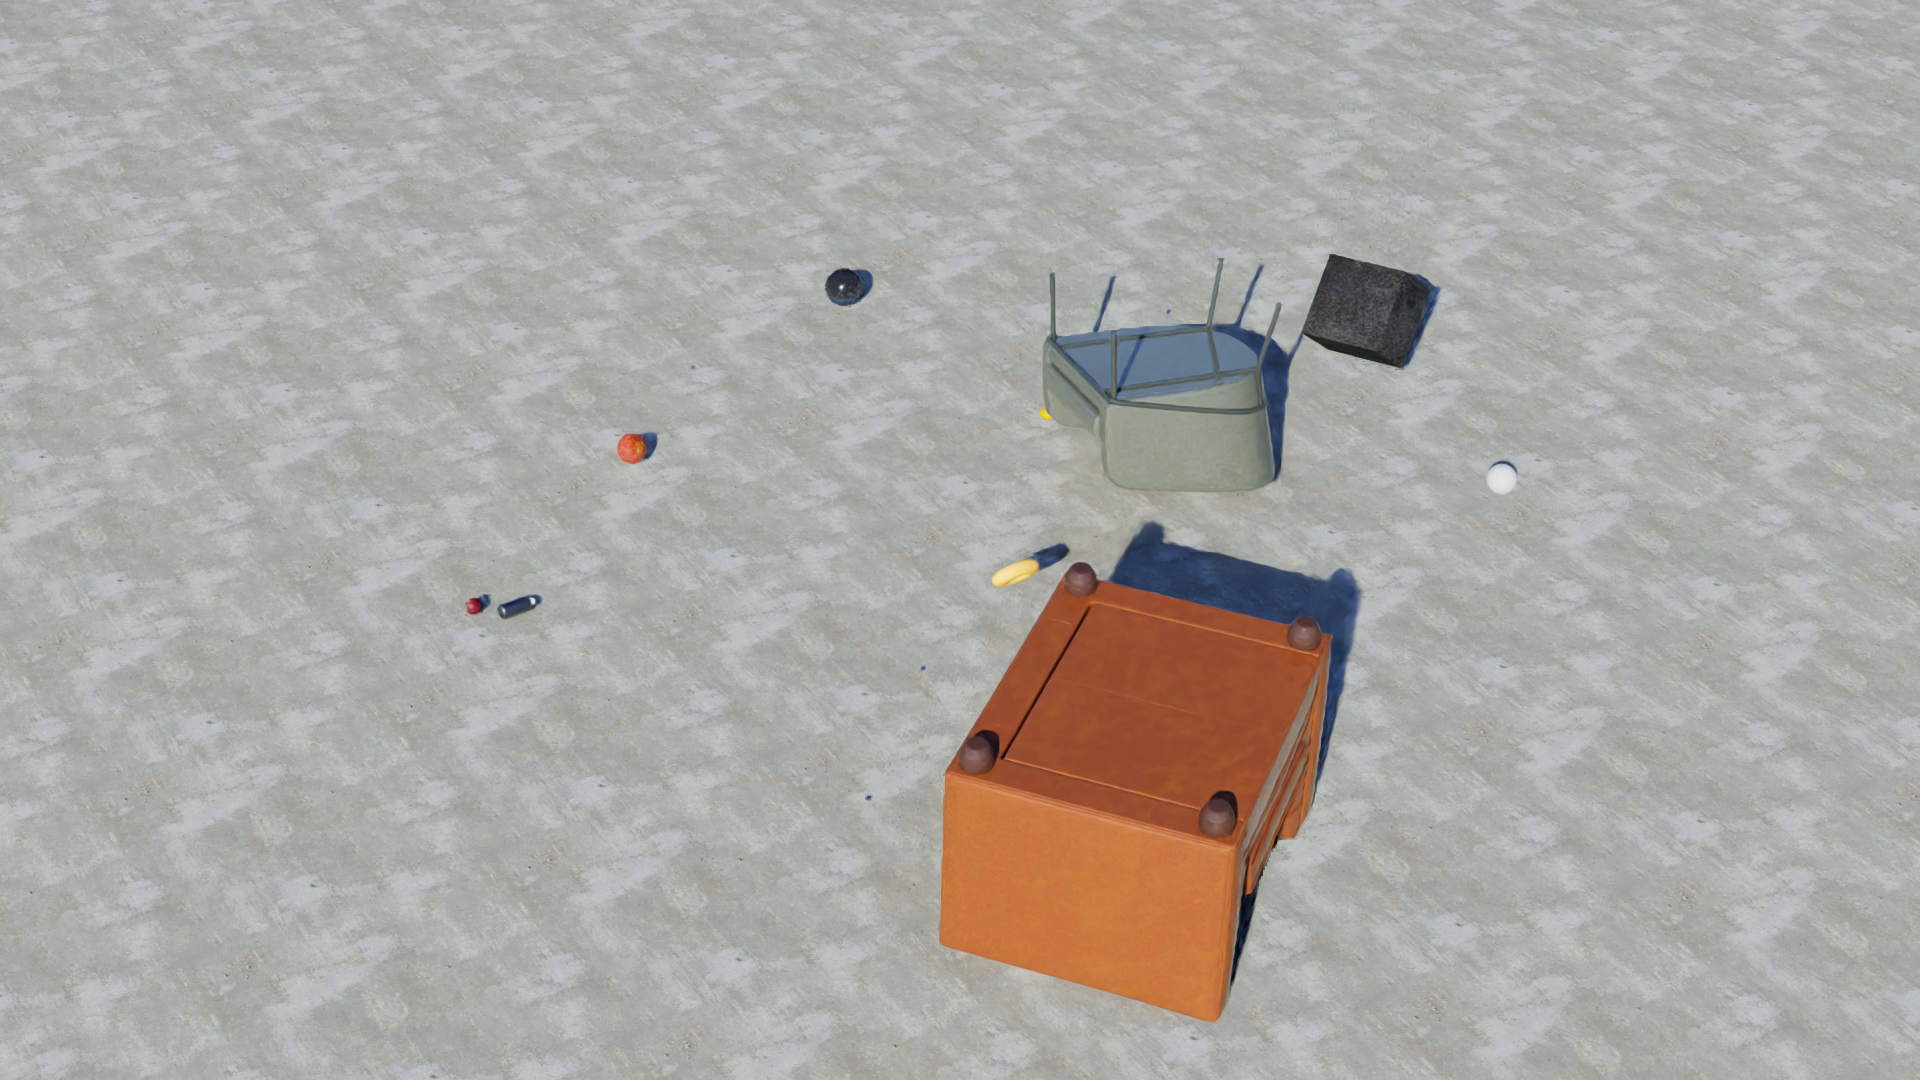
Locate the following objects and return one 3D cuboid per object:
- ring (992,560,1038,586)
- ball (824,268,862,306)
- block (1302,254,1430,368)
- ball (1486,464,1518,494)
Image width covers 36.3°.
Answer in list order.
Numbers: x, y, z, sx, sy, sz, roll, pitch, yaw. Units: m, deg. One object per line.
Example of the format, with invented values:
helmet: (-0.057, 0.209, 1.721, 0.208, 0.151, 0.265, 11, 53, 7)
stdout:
ring: (0.195, 0.115, 10.256, 0.196, 0.112, 0.049, -19, 74, -31)
ball: (-0.493, -1.072, 12.425, 0.160, 0.160, 0.160, 0, 33, 0)
block: (1.607, -0.906, 11.601, 0.353, 0.334, 0.231, 19, -3, 37)
ball: (2.067, -0.233, 11.189, 0.119, 0.119, 0.119, 0, 33, 0)
